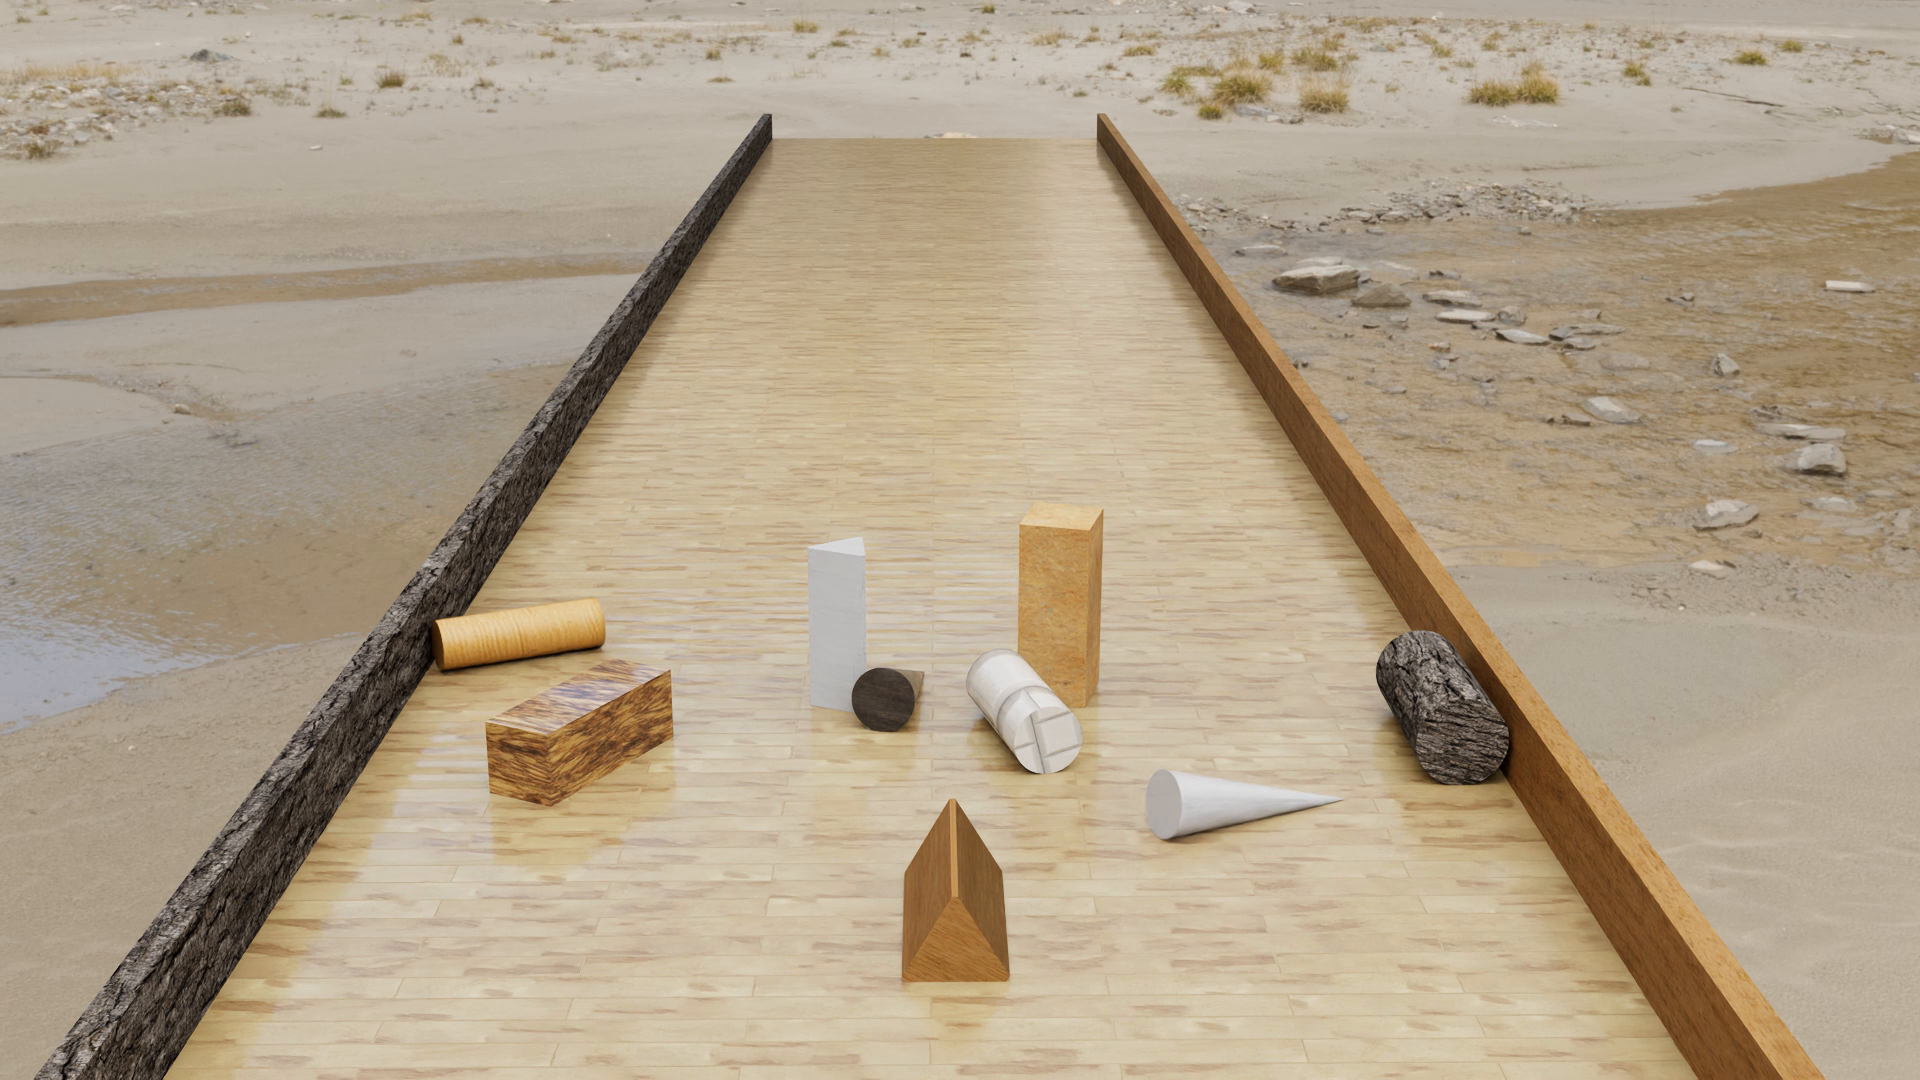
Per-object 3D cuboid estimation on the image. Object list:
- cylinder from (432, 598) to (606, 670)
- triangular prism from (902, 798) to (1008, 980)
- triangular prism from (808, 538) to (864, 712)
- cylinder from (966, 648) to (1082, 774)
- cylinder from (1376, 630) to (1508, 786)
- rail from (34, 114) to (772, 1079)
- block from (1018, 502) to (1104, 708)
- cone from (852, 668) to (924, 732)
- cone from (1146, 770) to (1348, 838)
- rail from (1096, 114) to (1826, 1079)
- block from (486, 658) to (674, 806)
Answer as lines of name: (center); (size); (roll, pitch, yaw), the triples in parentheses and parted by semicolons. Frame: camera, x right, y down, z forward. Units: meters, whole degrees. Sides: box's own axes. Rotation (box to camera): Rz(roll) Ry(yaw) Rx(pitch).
cylinder: (-0.886, 0.188, 4.418); (0.329, 0.102, 0.102); (-8, 18, -25)
triangular prism: (-0.009, 0.512, 3.265); (0.150, 0.130, 0.345); (-1, 17, -1)
triangular prism: (-0.209, 0.157, 4.149); (0.118, 0.312, 0.102); (8, 19, 24)
cylinder: (0.113, 0.306, 3.978); (0.125, 0.125, 0.314); (-4, 17, -15)
cylinder: (0.861, 0.296, 3.951); (0.160, 0.160, 0.362); (0, 17, -1)
rail: (-1.118, -0.838, 7.780); (0.050, 0.150, 12.000); (0, 17, -1)
block: (0.190, 0.123, 4.175); (0.132, 0.356, 0.132); (5, 20, 14)
cone: (-0.105, 0.277, 4.193); (0.120, 0.120, 0.328); (4, 7, 12)
cone: (0.496, 0.435, 3.663); (0.367, 0.114, 0.114); (2, 14, -26)
rail: (0.932, -0.844, 7.801); (0.050, 0.150, 12.000); (0, 17, -1)
block: (-0.665, 0.334, 3.875); (0.131, 0.131, 0.361); (8, 19, 26)
